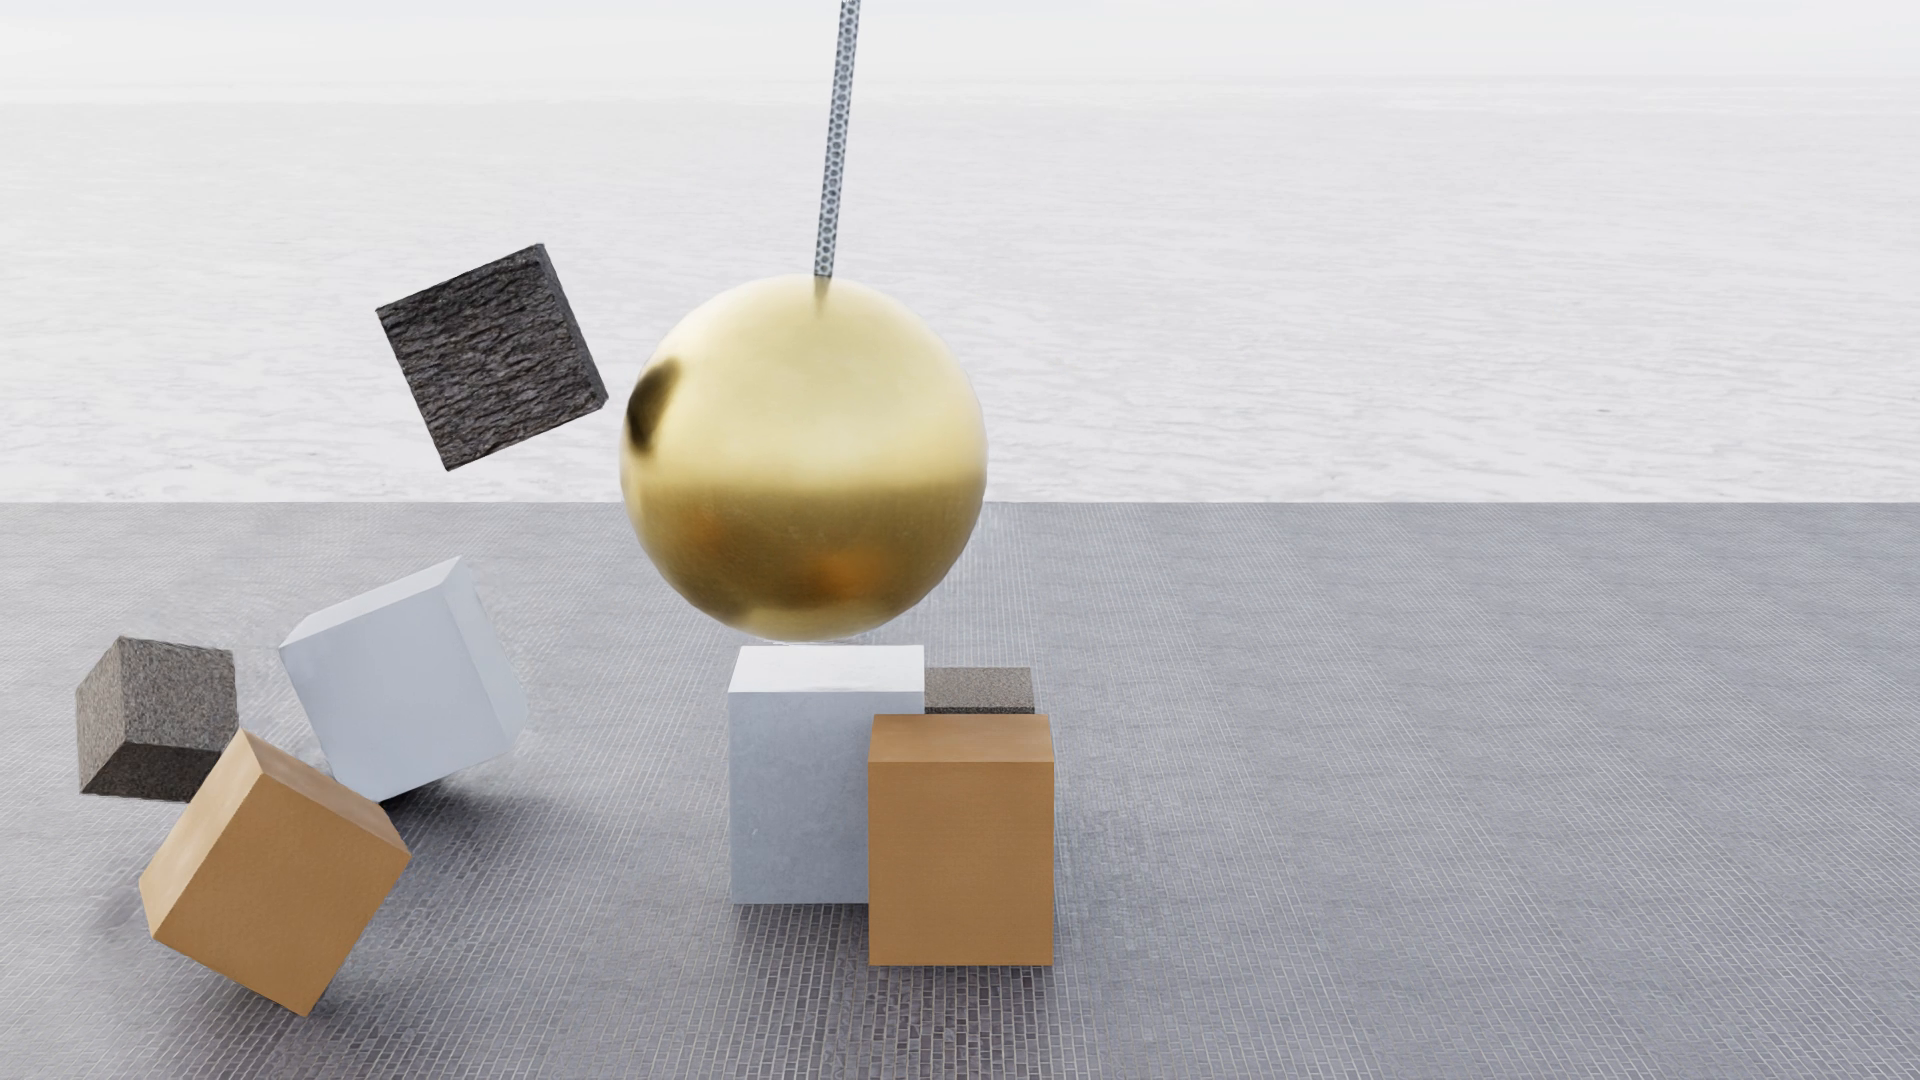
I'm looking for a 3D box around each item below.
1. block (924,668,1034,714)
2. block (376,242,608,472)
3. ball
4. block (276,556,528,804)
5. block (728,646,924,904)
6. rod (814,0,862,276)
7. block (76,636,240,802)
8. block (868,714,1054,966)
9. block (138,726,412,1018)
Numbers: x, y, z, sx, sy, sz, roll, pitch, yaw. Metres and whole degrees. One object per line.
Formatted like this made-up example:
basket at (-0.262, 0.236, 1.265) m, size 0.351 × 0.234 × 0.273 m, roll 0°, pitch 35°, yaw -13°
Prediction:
block at (-0.020, 1.010, 12.216) m, size 0.726 × 0.642 × 0.800 m, roll 0°, pitch 10°, yaw 0°
block at (-1.989, -0.795, 10.998) m, size 0.701 × 0.733 × 0.638 m, roll -23°, pitch 9°, yaw -2°
ball at (-0.675, -0.354, 11.116) m, size 1.600 × 1.600 × 1.600 m, roll 0°, pitch 10°, yaw 0°
block at (-2.719, 0.695, 12.621) m, size 0.834 × 0.874 × 0.755 m, roll -21°, pitch 11°, yaw 1°
block at (-0.573, 1.020, 11.351) m, size 0.830 × 0.932 × 0.887 m, roll 0°, pitch 10°, yaw -1°
rod at (-0.293, -3.678, 10.512) m, size 0.080 × 5.200 × 0.080 m, roll 6°, pitch 10°, yaw -1°
block at (-3.719, 0.839, 11.888) m, size 0.545 × 0.538 × 0.534 m, roll 11°, pitch -37°, yaw -37°
block at (0.004, 1.216, 10.534) m, size 0.733 × 0.838 × 0.766 m, roll 0°, pitch 10°, yaw 0°
block at (-2.647, 1.268, 9.883) m, size 0.659 × 0.720 × 0.715 m, roll 35°, pitch -4°, yaw -23°
